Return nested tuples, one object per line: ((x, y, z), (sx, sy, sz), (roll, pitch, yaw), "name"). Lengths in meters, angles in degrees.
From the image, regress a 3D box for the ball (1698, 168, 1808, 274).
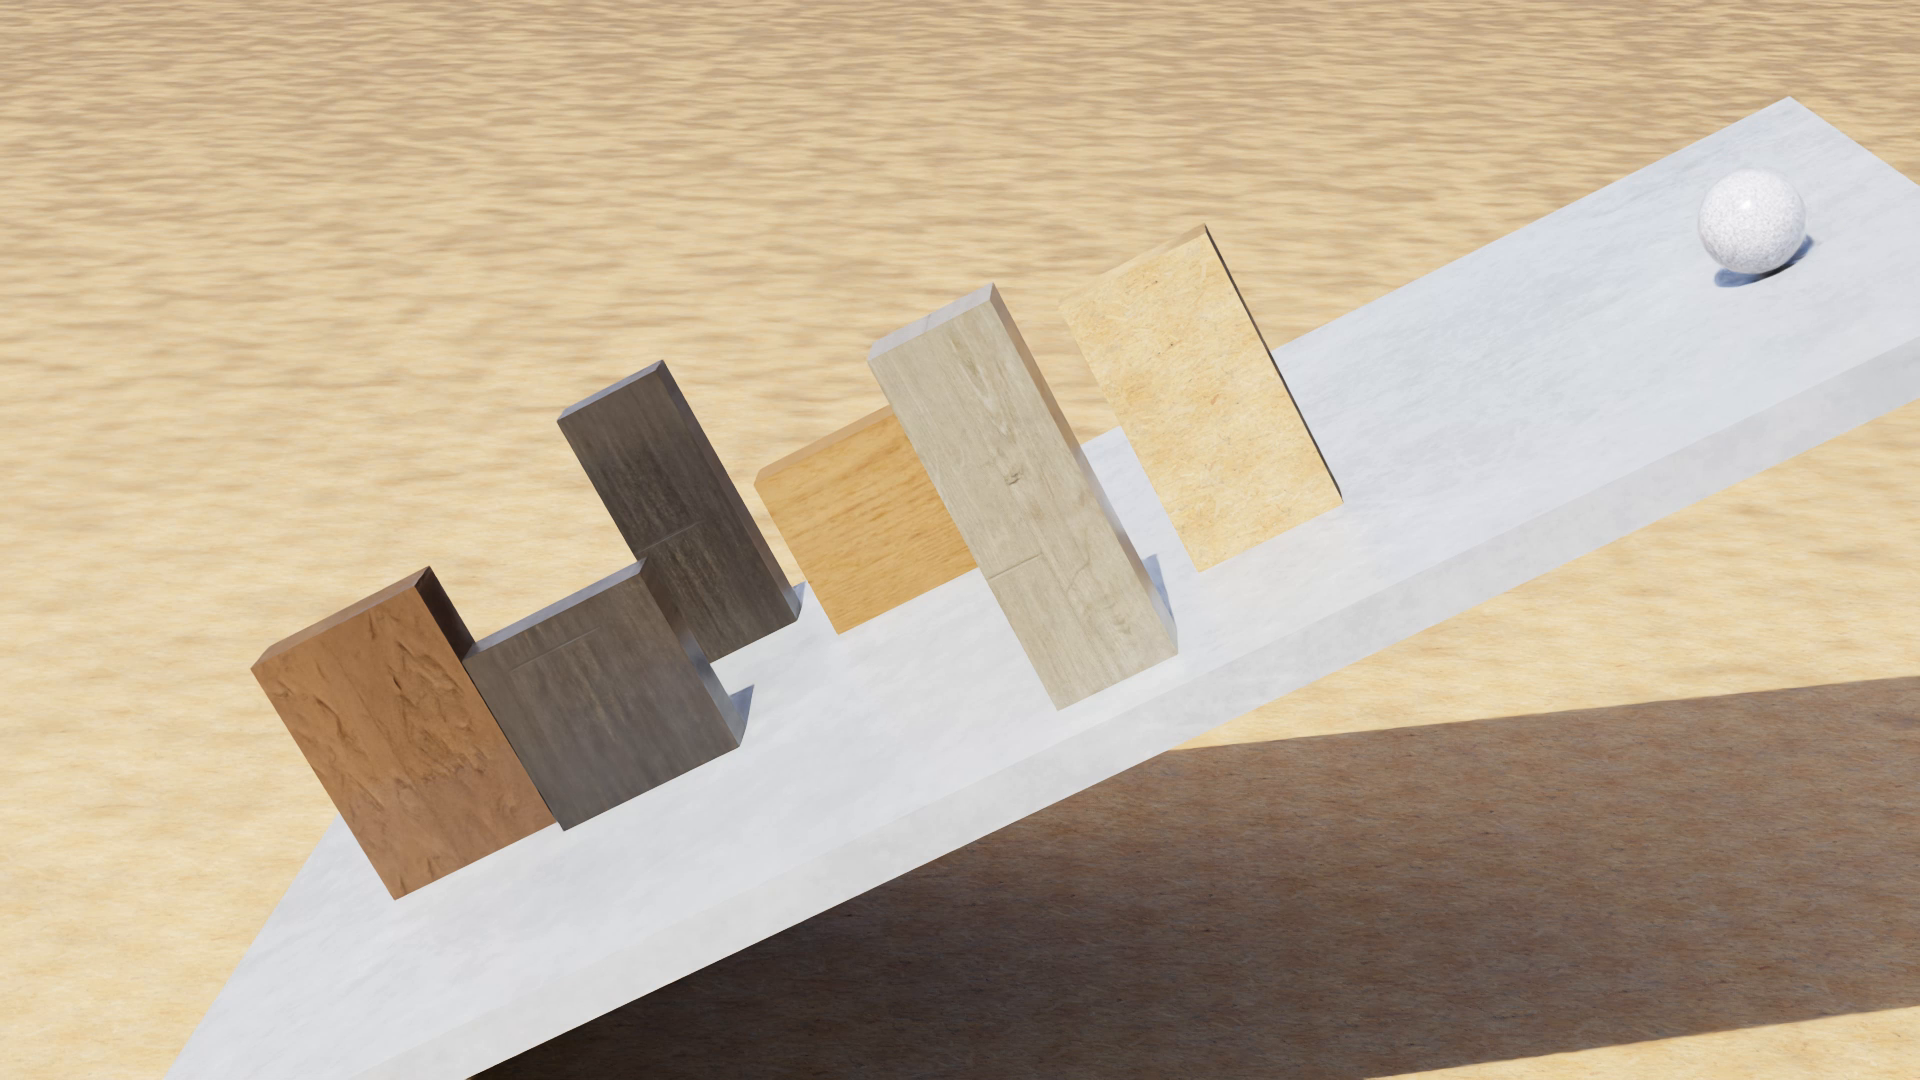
((1.540, -0.619, 5.716), (0.205, 0.205, 0.205), (0, 17, 0), "ball")

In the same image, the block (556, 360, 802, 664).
((-0.665, -0.060, 7.010), (0.270, 0.690, 0.114), (-26, 14, 10), "block")

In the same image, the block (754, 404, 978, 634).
((-0.203, -0.053, 6.690), (0.374, 0.401, 0.127), (-26, 14, 10), "block")

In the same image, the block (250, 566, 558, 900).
((-1.210, 0.429, 6.495), (0.420, 0.613, 0.146), (-26, 14, 10), "block")

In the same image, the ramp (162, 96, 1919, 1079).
((0.140, 0.167, 6.281), (4.000, 0.100, 2.000), (-26, 14, 10), "ramp")

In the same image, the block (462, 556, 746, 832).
((-0.763, 0.333, 6.329), (0.438, 0.437, 0.118), (-26, 14, 10), "block")

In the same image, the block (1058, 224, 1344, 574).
((0.471, -0.274, 5.740), (0.316, 0.602, 0.104), (-26, 14, 10), "block")

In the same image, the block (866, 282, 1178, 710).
((0.121, -0.077, 5.413), (0.250, 0.748, 0.150), (-26, 14, 10), "block")
